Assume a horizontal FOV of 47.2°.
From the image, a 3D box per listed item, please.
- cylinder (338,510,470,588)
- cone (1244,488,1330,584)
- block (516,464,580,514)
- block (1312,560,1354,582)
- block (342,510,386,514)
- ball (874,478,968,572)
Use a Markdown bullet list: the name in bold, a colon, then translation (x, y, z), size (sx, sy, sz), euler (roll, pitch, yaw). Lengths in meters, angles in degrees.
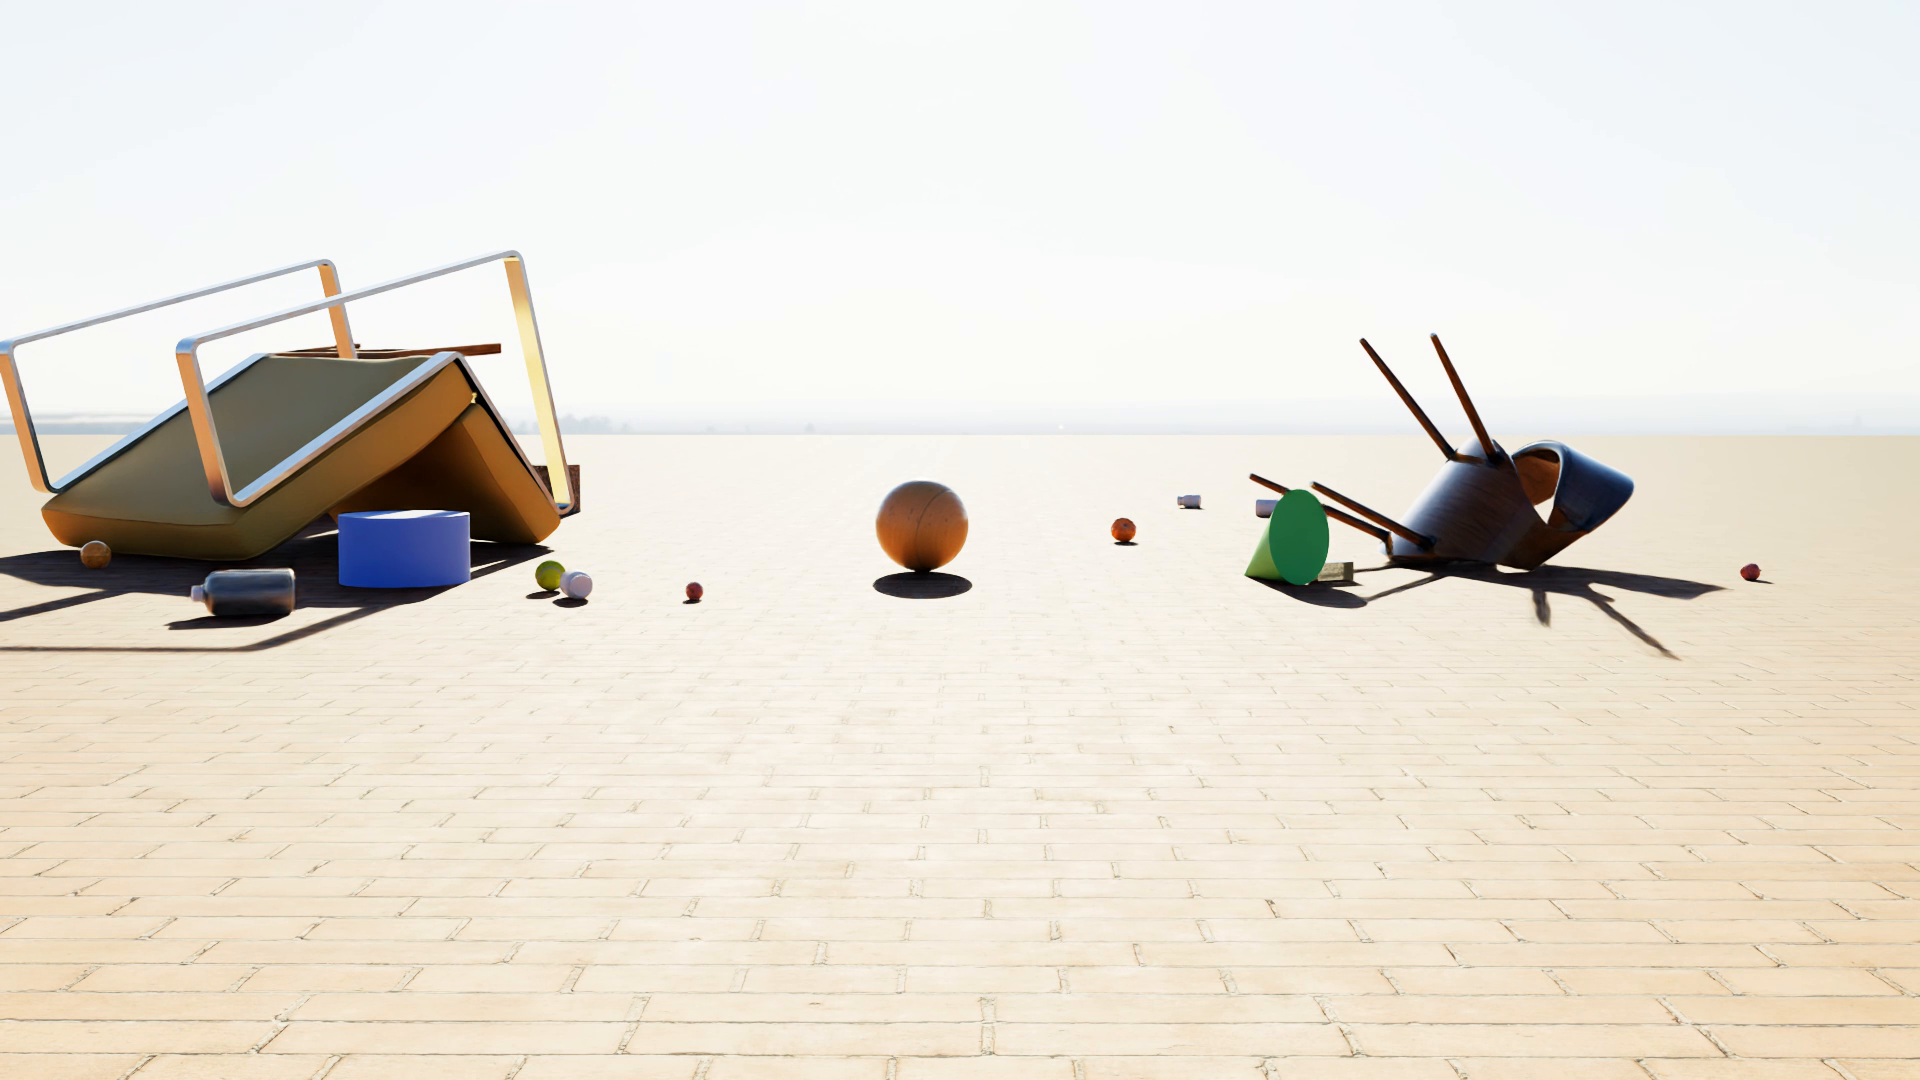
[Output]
- **cylinder**: translation (-1.295, 0.018, 5.129), size (0.298, 0.157, 0.318), euler (-1, 4, -9)
- **cone**: translation (0.733, 0.039, 5.187), size (0.159, 0.251, 0.256), euler (22, -29, -15)
- **block**: translation (-1.495, -0.187, 7.982), size (0.177, 0.176, 0.149), euler (2, 4, 29)
- **block**: translation (0.861, 0.073, 5.154), size (0.105, 0.045, 0.066), euler (-2, 5, -29)
- **block**: translation (-1.460, -0.004, 5.610), size (0.189, 0.136, 0.109), euler (-4, 5, -42)
- **ball**: translation (-0.094, -0.038, 5.402), size (0.232, 0.232, 0.232), euler (0, 4, 0)
